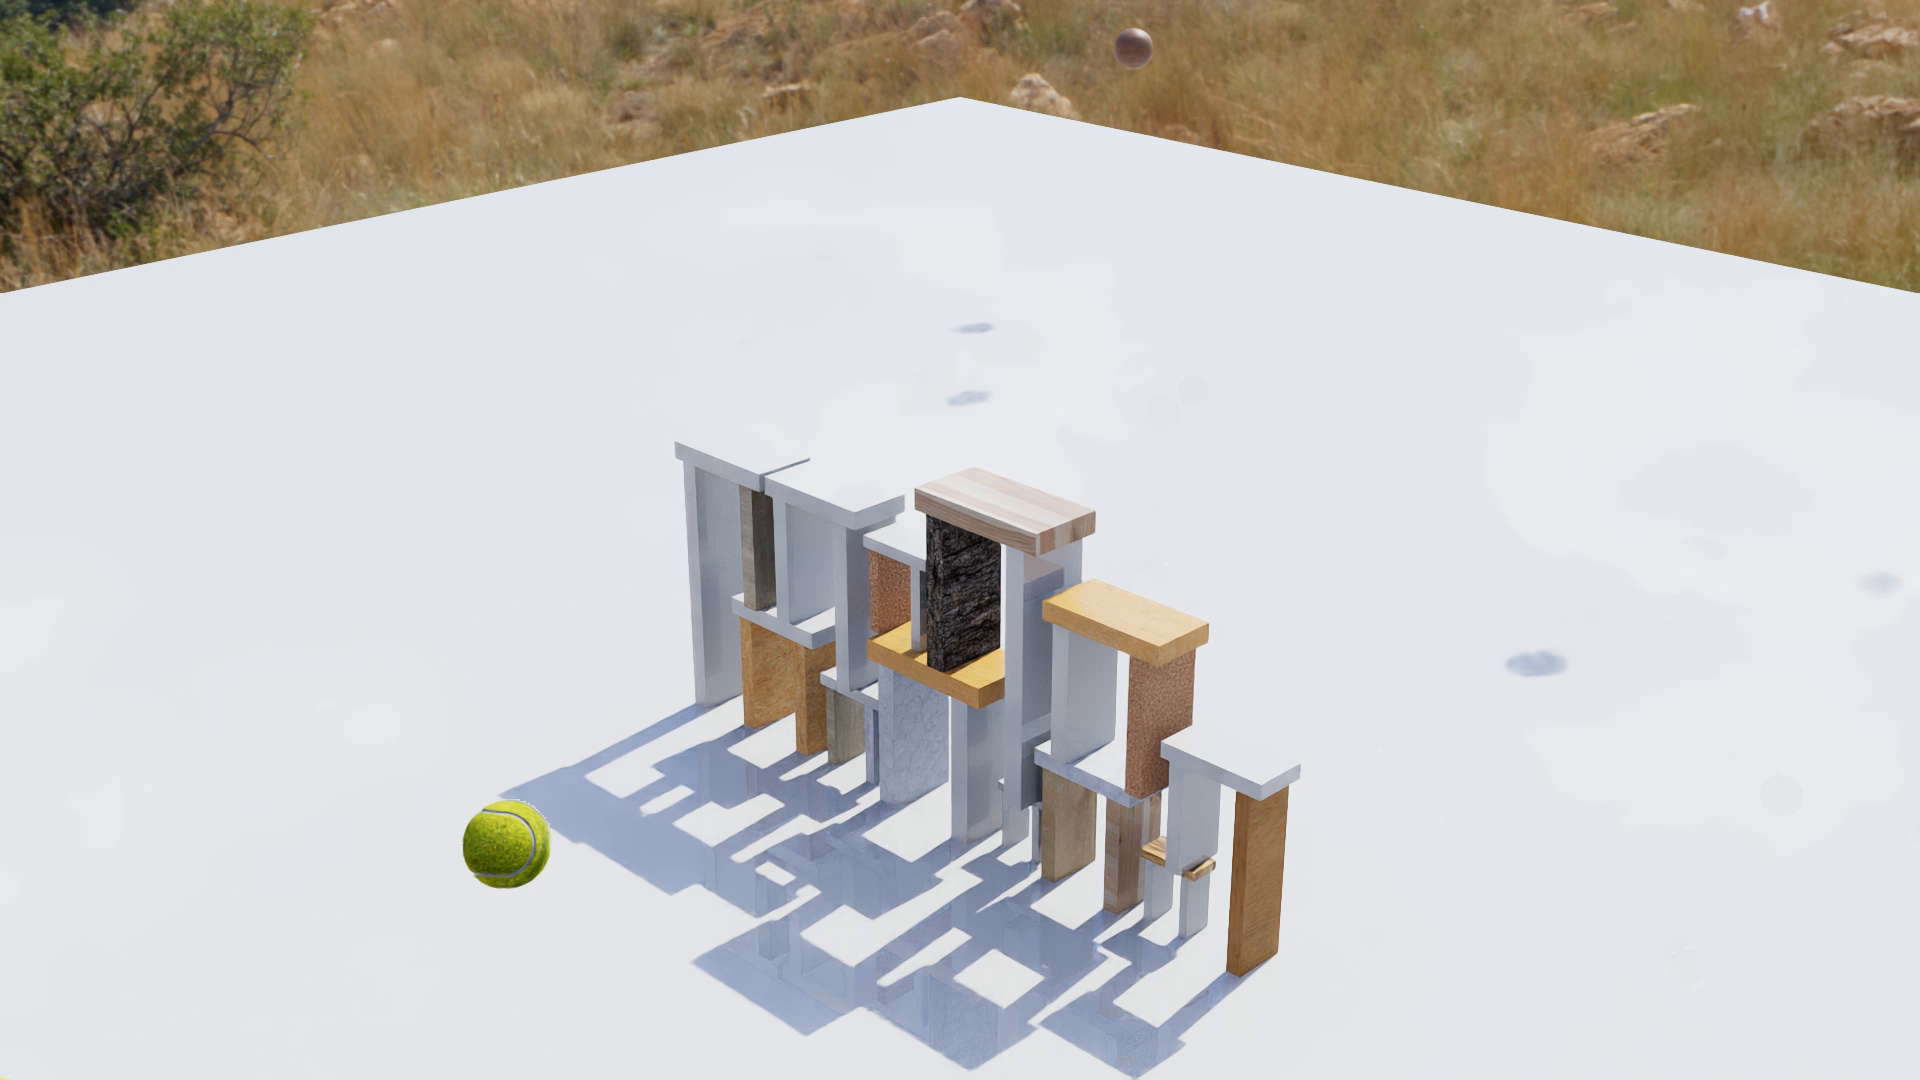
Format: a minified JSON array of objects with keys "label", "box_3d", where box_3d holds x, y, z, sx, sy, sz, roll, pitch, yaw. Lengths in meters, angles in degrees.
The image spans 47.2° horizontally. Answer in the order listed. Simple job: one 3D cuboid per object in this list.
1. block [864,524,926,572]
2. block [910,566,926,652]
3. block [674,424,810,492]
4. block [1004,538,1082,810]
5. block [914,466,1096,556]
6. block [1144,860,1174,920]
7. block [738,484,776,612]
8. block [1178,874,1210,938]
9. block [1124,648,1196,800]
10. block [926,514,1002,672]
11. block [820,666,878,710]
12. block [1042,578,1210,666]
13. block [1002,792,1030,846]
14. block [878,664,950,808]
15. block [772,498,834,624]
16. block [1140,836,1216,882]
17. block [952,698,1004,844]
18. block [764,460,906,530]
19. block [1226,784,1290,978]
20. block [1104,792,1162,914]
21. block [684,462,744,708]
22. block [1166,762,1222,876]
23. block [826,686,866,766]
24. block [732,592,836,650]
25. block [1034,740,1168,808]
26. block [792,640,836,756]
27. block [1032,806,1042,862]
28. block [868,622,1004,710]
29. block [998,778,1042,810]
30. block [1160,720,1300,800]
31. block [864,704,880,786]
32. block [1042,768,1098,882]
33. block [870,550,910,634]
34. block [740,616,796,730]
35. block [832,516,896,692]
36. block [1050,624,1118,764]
[{"label":"block","box_3d":[-0.098,0.014,4.331,0.089,0.025,0.177,-21,31,-41]},{"label":"block","box_3d":[-0.056,0.124,4.332,0.025,0.177,0.089,21,31,41]},{"label":"block","box_3d":[-0.461,-0.174,4.645,0.279,0.040,0.139,21,31,41]},{"label":"block","box_3d":[0.156,0.241,4.153,0.159,0.536,0.045,-21,31,-40]},{"label":"block","box_3d":[0.082,-0.056,4.109,0.159,0.045,0.319,-21,31,-40]},{"label":"block","box_3d":[0.370,0.639,4.092,0.018,0.127,0.063,21,31,41]},{"label":"block","box_3d":[-0.395,-0.001,4.647,0.040,0.279,0.140,21,31,41]},{"label":"block","box_3d":[0.430,0.663,4.036,0.018,0.127,0.063,21,31,41]},{"label":"block","box_3d":[0.361,0.317,3.963,0.039,0.276,0.138,21,31,41]},{"label":"block","box_3d":[0.008,0.082,4.250,0.045,0.319,0.159,21,31,41]},{"label":"block","box_3d":[-0.197,0.300,4.562,0.090,0.025,0.179,-21,31,-41]},{"label":"block","box_3d":[0.297,0.146,3.963,0.276,0.039,0.138,21,31,41]},{"label":"block","box_3d":[0.110,0.539,4.335,0.060,0.121,0.017,-21,31,-41]},{"label":"block","box_3d":[-0.093,0.374,4.481,0.044,0.311,0.156,21,31,41]},{"label":"block","box_3d":[-0.321,0.025,4.589,0.039,0.274,0.137,21,31,41]},{"label":"block","box_3d":[0.400,0.584,4.036,0.127,0.018,0.063,21,31,41]},{"label":"block","box_3d":[0.053,0.431,4.346,0.044,0.311,0.156,21,31,41]},{"label":"block","box_3d":[-0.256,-0.093,4.468,0.275,0.039,0.137,21,31,41]},{"label":"block","box_3d":[0.527,0.591,3.896,0.032,0.368,0.112,21,31,41]},{"label":"block","box_3d":[0.323,0.570,4.112,0.034,0.239,0.119,21,31,41]},{"label":"block","box_3d":[-0.527,0.084,4.826,0.040,0.576,0.139,21,31,41]},{"label":"block","box_3d":[0.422,0.483,3.965,0.032,0.223,0.112,21,31,41]},{"label":"block","box_3d":[-0.239,0.378,4.641,0.025,0.179,0.090,21,31,41]},{"label":"block","box_3d":[-0.352,0.157,4.678,0.260,0.037,0.130,21,31,41]},{"label":"block","box_3d":[0.266,0.423,4.110,0.238,0.034,0.119,21,31,41]},{"label":"block","box_3d":[-0.291,0.317,4.680,0.037,0.260,0.130,21,31,41]},{"label":"block","box_3d":[0.167,0.562,4.283,0.060,0.121,0.017,-21,31,-41]},{"label":"block","box_3d":[-0.020,0.239,4.344,0.311,0.044,0.156,21,31,41]},{"label":"block","box_3d":[0.138,0.487,4.282,0.060,0.017,0.121,-21,31,-40]},{"label":"block","box_3d":[0.475,0.387,3.867,0.223,0.032,0.112,21,31,41]},{"label":"block","box_3d":[-0.155,0.411,4.563,0.025,0.179,0.090,21,31,41]},{"label":"block","box_3d":[0.210,0.526,4.215,0.034,0.238,0.119,21,31,41]},{"label":"block","box_3d":[-0.140,0.091,4.409,0.089,0.177,0.025,-21,31,-41]},{"label":"block","box_3d":[-0.413,0.270,4.792,0.037,0.260,0.130,21,31,41]},{"label":"block","box_3d":[-0.192,0.119,4.488,0.039,0.367,0.137,21,31,41]},{"label":"block","box_3d":[0.231,0.266,4.084,0.138,0.276,0.039,-21,31,-41]}]
